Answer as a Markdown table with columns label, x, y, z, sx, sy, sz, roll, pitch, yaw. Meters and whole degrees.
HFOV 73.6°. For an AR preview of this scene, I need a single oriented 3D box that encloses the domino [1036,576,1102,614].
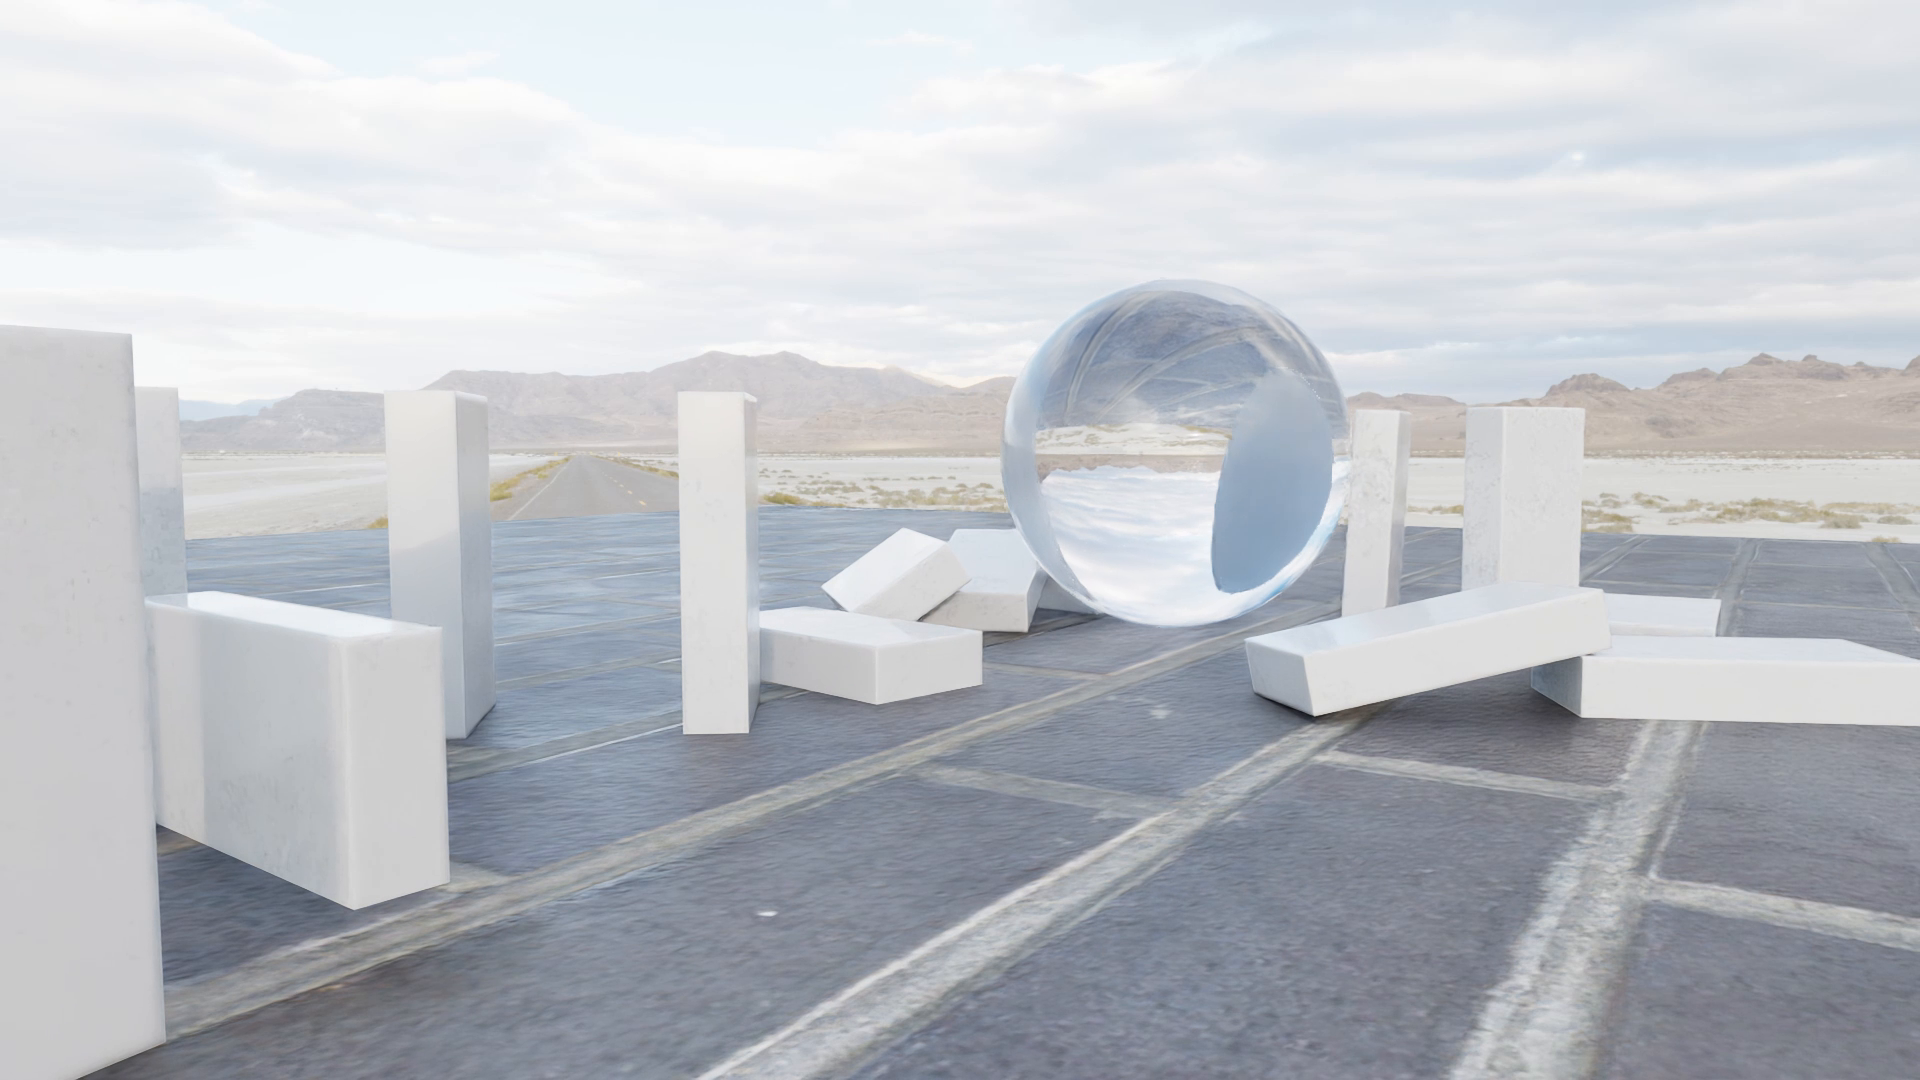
| label | x | y | z | sx | sy | sz | roll | pitch | yaw |
| --- | --- | --- | --- | --- | --- | --- | --- | --- | --- |
| domino | 0.042 | 0.012 | 0.347 | 0.025 | 0.010 | 0.050 | 4 | 6 | 44 |

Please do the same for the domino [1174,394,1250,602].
| label | x | y | z | sx | sy | sz | roll | pitch | yaw |
| --- | --- | --- | --- | --- | --- | --- | --- | --- | --- |
| domino | 0.068 | -0.011 | 0.345 | 0.010 | 0.050 | 0.025 | 2 | -20 | 25 |

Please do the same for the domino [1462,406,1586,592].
| label | x | y | z | sx | sy | sz | roll | pitch | yaw |
| --- | --- | --- | --- | --- | --- | --- | --- | --- | --- |
| domino | 0.119 | -0.003 | 0.270 | 0.025 | 0.050 | 0.010 | -2 | 5 | -29 |

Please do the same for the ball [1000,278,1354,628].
| label | x | y | z | sx | sy | sz | roll | pitch | yaw |
| --- | --- | --- | --- | --- | --- | --- | --- | --- | --- |
| ball | 0.049 | -0.020 | 0.296 | 0.080 | 0.080 | 0.080 | 0 | 4 | 0 |

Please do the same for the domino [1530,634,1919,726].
| label | x | y | z | sx | sy | sz | roll | pitch | yaw |
| --- | --- | --- | --- | --- | --- | --- | --- | --- | --- |
| domino | 0.123 | 0.022 | 0.209 | 0.050 | 0.009 | 0.025 | 1 | 4 | 7 |

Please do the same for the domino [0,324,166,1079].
| label | x | y | z | sx | sy | sz | roll | pitch | yaw |
| --- | --- | --- | --- | --- | --- | --- | --- | --- | --- |
| domino | -0.066 | 0.012 | 0.081 | 0.010 | 0.050 | 0.025 | 2 | 5 | 27 |

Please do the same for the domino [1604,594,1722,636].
| label | x | y | z | sx | sy | sz | roll | pitch | yaw |
| --- | --- | --- | --- | --- | --- | --- | --- | --- | --- |
| domino | 0.138 | 0.018 | 0.258 | 0.025 | 0.010 | 0.050 | 3 | 5 | 32 |

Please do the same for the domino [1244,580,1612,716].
| label | x | y | z | sx | sy | sz | roll | pitch | yaw |
| --- | --- | --- | --- | --- | --- | --- | --- | --- | --- |
| domino | 0.075 | 0.017 | 0.210 | 0.050 | 0.009 | 0.025 | -11 | 3 | -8 |

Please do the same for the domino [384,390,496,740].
| label | x | y | z | sx | sy | sz | roll | pitch | yaw |
| --- | --- | --- | --- | --- | --- | --- | --- | --- | --- |
| domino | -0.078 | 0.003 | 0.195 | 0.010 | 0.050 | 0.025 | -1 | 4 | -10 |

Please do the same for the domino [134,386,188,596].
| label | x | y | z | sx | sy | sz | roll | pitch | yaw |
| --- | --- | --- | --- | --- | --- | --- | --- | --- | --- |
| domino | -0.116 | 0.004 | 0.178 | 0.010 | 0.050 | 0.025 | -4 | 6 | -43 |

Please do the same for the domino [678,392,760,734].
| label | x | y | z | sx | sy | sz | roll | pitch | yaw |
| --- | --- | --- | --- | --- | --- | --- | --- | --- | --- |
| domino | -0.037 | 0.003 | 0.199 | 0.010 | 0.050 | 0.025 | 0 | 4 | -5 |

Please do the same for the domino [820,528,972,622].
| label | x | y | z | sx | sy | sz | roll | pitch | yaw |
| --- | --- | --- | --- | --- | --- | --- | --- | --- | --- |
| domino | -0.016 | 0.010 | 0.291 | 0.025 | 0.010 | 0.050 | -36 | 11 | -8 |

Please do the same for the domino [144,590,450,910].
| label | x | y | z | sx | sy | sz | roll | pitch | yaw |
| --- | --- | --- | --- | --- | --- | --- | --- | --- | --- |
| domino | -0.072 | 0.020 | 0.135 | 0.050 | 0.025 | 0.010 | 3 | 5 | 38 |

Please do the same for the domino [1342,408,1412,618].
| label | x | y | z | sx | sy | sz | roll | pitch | yaw |
| --- | --- | --- | --- | --- | --- | --- | --- | --- | --- |
| domino | 0.098 | -0.005 | 0.301 | 0.010 | 0.050 | 0.025 | 5 | 6 | 25 |

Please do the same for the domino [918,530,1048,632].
| label | x | y | z | sx | sy | sz | roll | pitch | yaw |
| --- | --- | --- | --- | --- | --- | --- | --- | --- | --- |
| domino | 0.007 | 0.009 | 0.314 | 0.025 | 0.010 | 0.050 | 1 | 17 | 10 |

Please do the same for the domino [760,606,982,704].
| label | x | y | z | sx | sy | sz | roll | pitch | yaw |
| --- | --- | --- | --- | --- | --- | --- | --- | --- | --- |
| domino | -0.023 | 0.020 | 0.236 | 0.050 | 0.009 | 0.025 | 4 | 6 | 44 |
